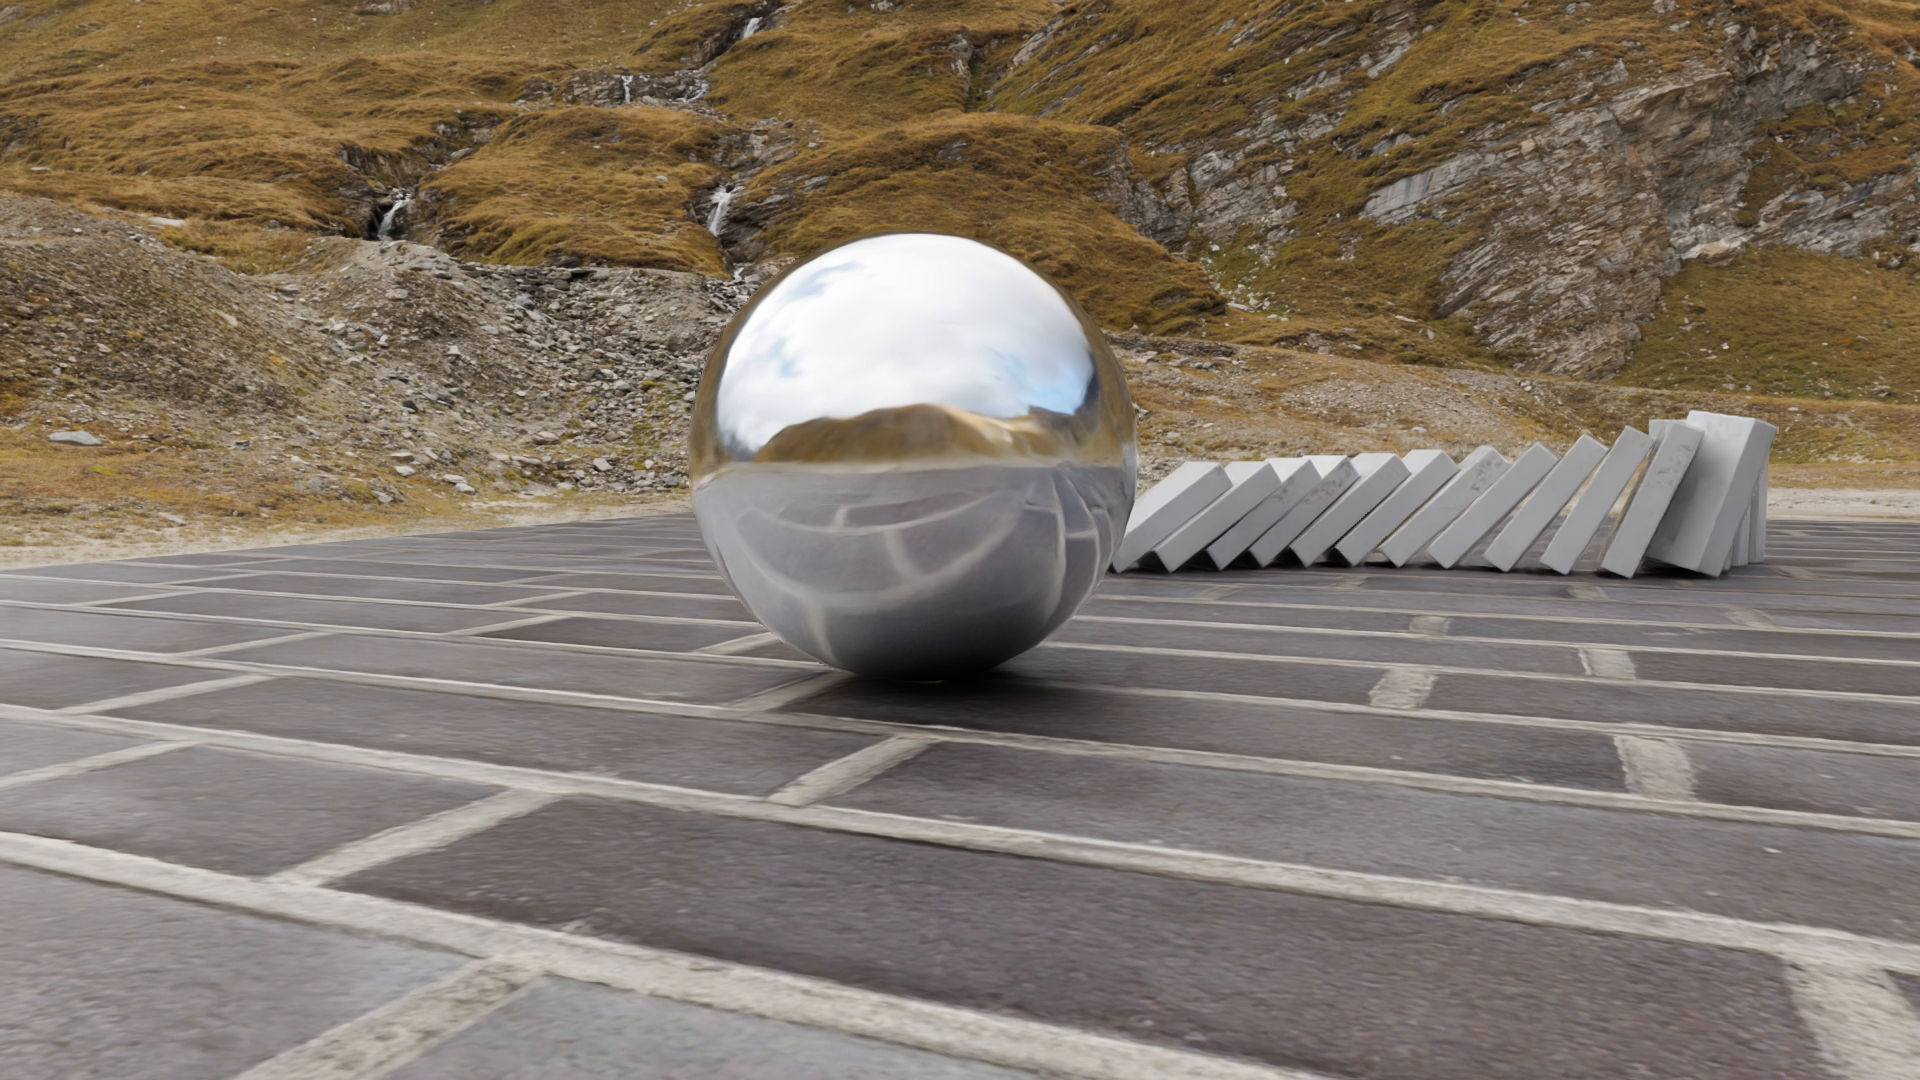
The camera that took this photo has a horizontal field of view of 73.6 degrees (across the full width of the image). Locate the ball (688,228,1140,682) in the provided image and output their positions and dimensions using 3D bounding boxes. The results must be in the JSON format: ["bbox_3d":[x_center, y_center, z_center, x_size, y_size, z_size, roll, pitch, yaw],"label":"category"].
[{"bbox_3d":[-0.008,-0.015,0.230,0.080,0.080,0.080,0,4,0],"label":"ball"}]

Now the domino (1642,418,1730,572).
[{"bbox_3d":[0.244,-0.015,0.429,0.025,0.050,0.009,3,-2,30],"label":"domino"}]

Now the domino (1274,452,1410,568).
[{"bbox_3d":[0.132,-0.011,0.454,0.050,0.010,0.025,-41,10,-5],"label":"domino"}]

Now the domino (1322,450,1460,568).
[{"bbox_3d":[0.150,-0.012,0.454,0.050,0.009,0.025,-42,6,-1],"label":"domino"}]

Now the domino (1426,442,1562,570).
[{"bbox_3d":[0.182,-0.012,0.435,0.009,0.050,0.025,47,23,18],"label":"domino"}]

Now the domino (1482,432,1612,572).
[{"bbox_3d":[0.195,-0.012,0.426,0.009,0.050,0.025,41,21,20],"label":"domino"}]

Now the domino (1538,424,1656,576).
[{"bbox_3d":[0.208,-0.013,0.418,0.009,0.050,0.025,33,19,23],"label":"domino"}]

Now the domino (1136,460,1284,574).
[{"bbox_3d":[0.083,-0.008,0.435,0.050,0.009,0.025,-37,13,-10],"label":"domino"}]

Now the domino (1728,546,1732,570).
[{"bbox_3d":[0.252,-0.016,0.442,0.025,0.050,0.009,4,6,40],"label":"domino"}]

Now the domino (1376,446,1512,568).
[{"bbox_3d":[0.167,-0.012,0.447,0.050,0.009,0.025,-44,-5,11],"label":"domino"}]

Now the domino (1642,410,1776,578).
[{"bbox_3d":[0.239,-0.015,0.412,0.009,0.050,0.025,16,7,-19],"label":"domino"}]

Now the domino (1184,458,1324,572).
[{"bbox_3d":[0.099,-0.010,0.445,0.050,0.009,0.025,-39,16,-13],"label":"domino"}]

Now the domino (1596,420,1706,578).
[{"bbox_3d":[0.221,-0.013,0.411,0.009,0.050,0.025,25,14,20],"label":"domino"}]

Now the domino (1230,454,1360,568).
[{"bbox_3d":[0.114,-0.011,0.452,0.050,0.009,0.025,-41,16,-13],"label":"domino"}]

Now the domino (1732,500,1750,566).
[{"bbox_3d":[0.265,-0.017,0.455,0.009,0.050,0.025,-4,6,-43],"label":"domino"}]

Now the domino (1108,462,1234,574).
[{"bbox_3d":[0.065,-0.008,0.433,0.050,0.009,0.025,-36,13,-10],"label":"domino"}]

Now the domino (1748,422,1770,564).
[{"bbox_3d":[0.278,-0.017,0.467,0.009,0.050,0.025,-4,6,-42],"label":"domino"}]
